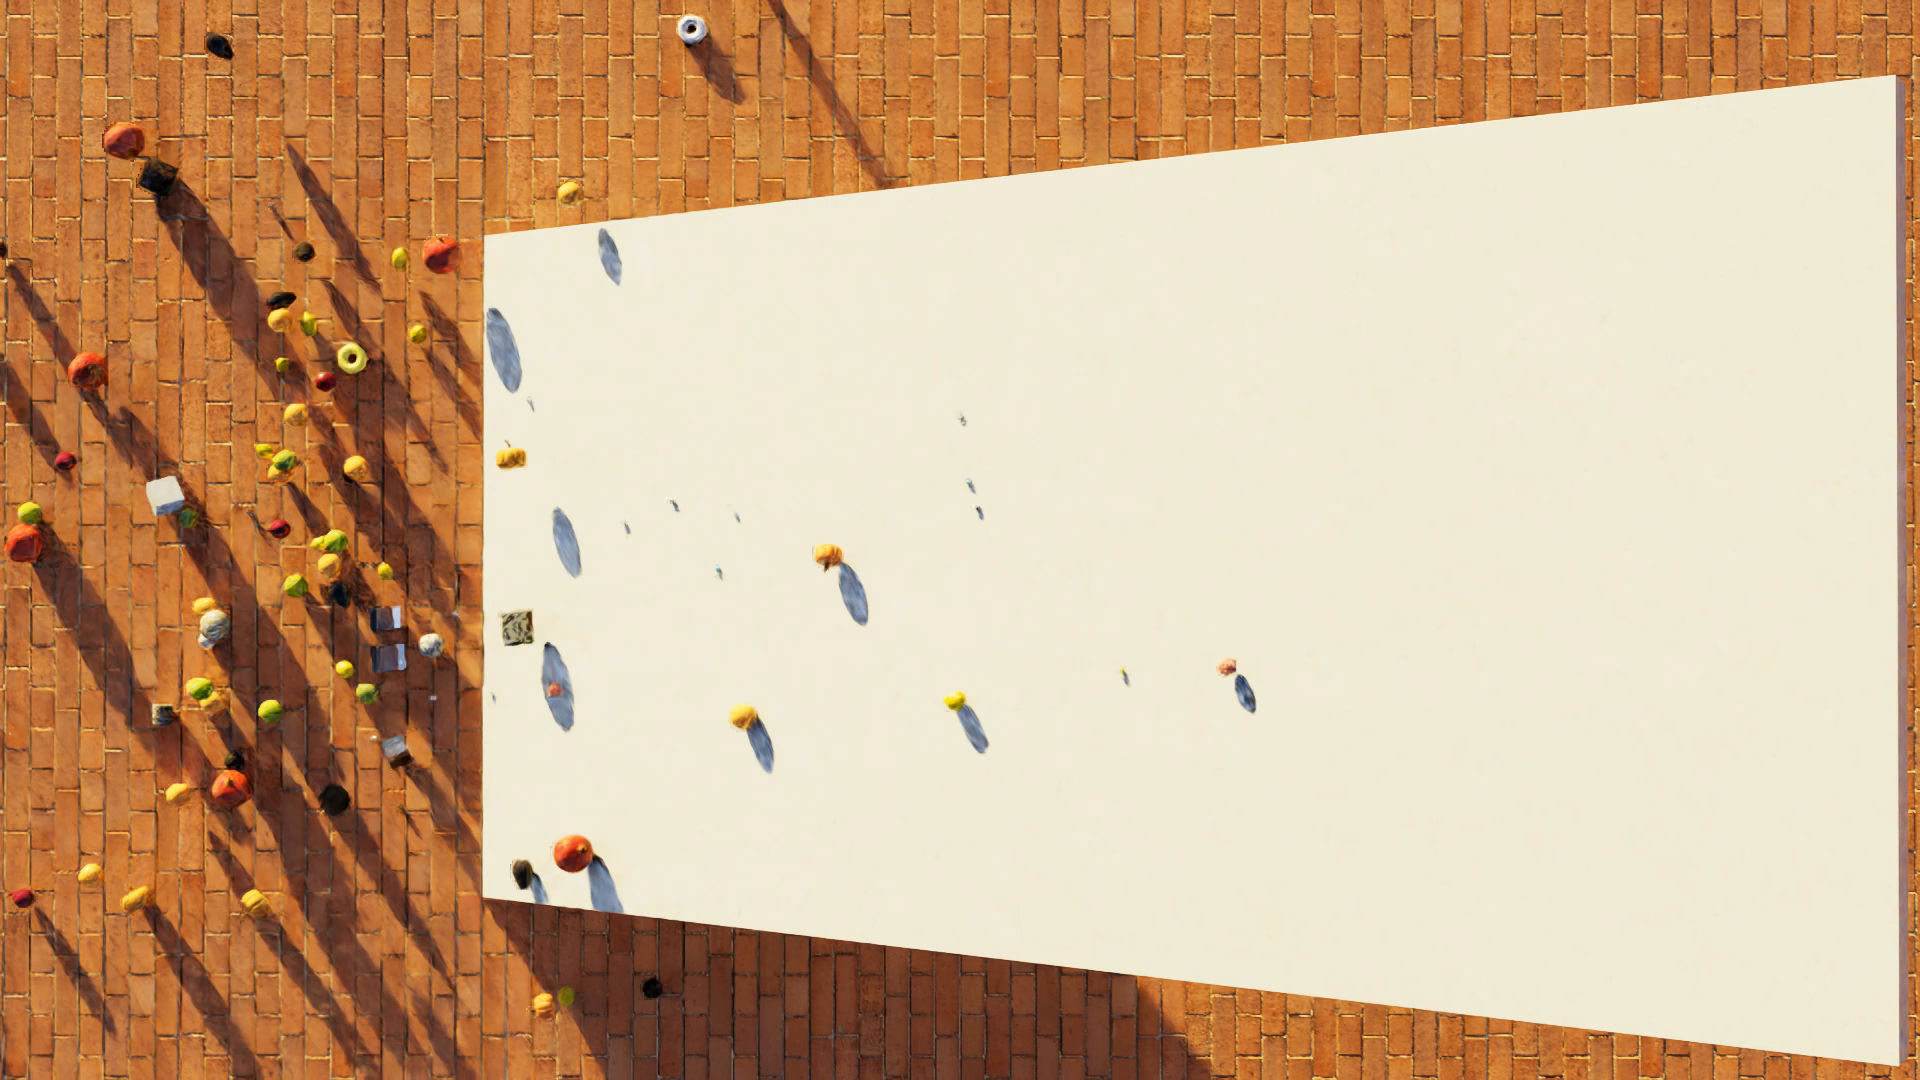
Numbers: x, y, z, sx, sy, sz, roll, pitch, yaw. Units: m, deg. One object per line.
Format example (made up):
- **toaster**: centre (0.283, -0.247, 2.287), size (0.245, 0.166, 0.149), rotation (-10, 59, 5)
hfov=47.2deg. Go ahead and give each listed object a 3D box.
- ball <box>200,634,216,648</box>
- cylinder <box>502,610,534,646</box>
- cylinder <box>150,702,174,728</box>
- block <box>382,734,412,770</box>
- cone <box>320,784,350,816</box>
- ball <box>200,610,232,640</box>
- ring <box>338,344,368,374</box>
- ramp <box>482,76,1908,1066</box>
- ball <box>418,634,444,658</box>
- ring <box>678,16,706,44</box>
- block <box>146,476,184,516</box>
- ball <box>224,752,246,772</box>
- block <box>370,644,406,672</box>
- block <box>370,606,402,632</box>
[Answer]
- **ball**: centre (-2.293, 0.305, 6.705), size (0.052, 0.052, 0.052), rotation (0, 90, 0)
- **cylinder**: centre (-1.297, 0.258, 6.453), size (0.090, 0.090, 0.090), rotation (-4, 95, 0)
- **cylinder**: centre (-2.431, 0.531, 6.699), size (0.057, 0.057, 0.057), rotation (24, 120, 0)
- **block**: centre (-1.706, 0.642, 6.661), size (0.064, 0.064, 0.064), rotation (-21, 53, -14)
- **cone**: centre (-1.914, 0.795, 6.680), size (0.094, 0.094, 0.094), rotation (0, 90, 0)
- **ball**: centre (-2.252, 0.259, 6.653), size (0.092, 0.092, 0.092), rotation (0, 90, 0)
- **ring**: centre (-1.857, -0.554, 6.724), size (0.091, 0.030, 0.091), rotation (0, 89, 1)
- **ramp**: centre (0.253, 0.070, 5.585), size (4.000, 0.100, 2.000), rotation (0, 89, 34)
- **ball**: centre (-1.608, 0.322, 6.693), size (0.076, 0.076, 0.076), rotation (0, 90, 0)
- **ring**: centre (-0.821, -1.562, 6.732), size (0.089, 0.030, 0.089), rotation (0, 91, 4)
- **block**: centre (-2.411, -0.134, 6.671), size (0.083, 0.083, 0.083), rotation (-19, 76, -28)
- **ball**: centre (-2.209, 0.675, 6.697), size (0.062, 0.062, 0.062), rotation (0, 90, 0)
- **block**: centre (-1.739, 0.359, 6.689), size (0.078, 0.078, 0.078), rotation (-6, 90, 3)
- **block**: centre (-1.742, 0.239, 6.664), size (0.067, 0.067, 0.067), rotation (-4, 91, 14)
